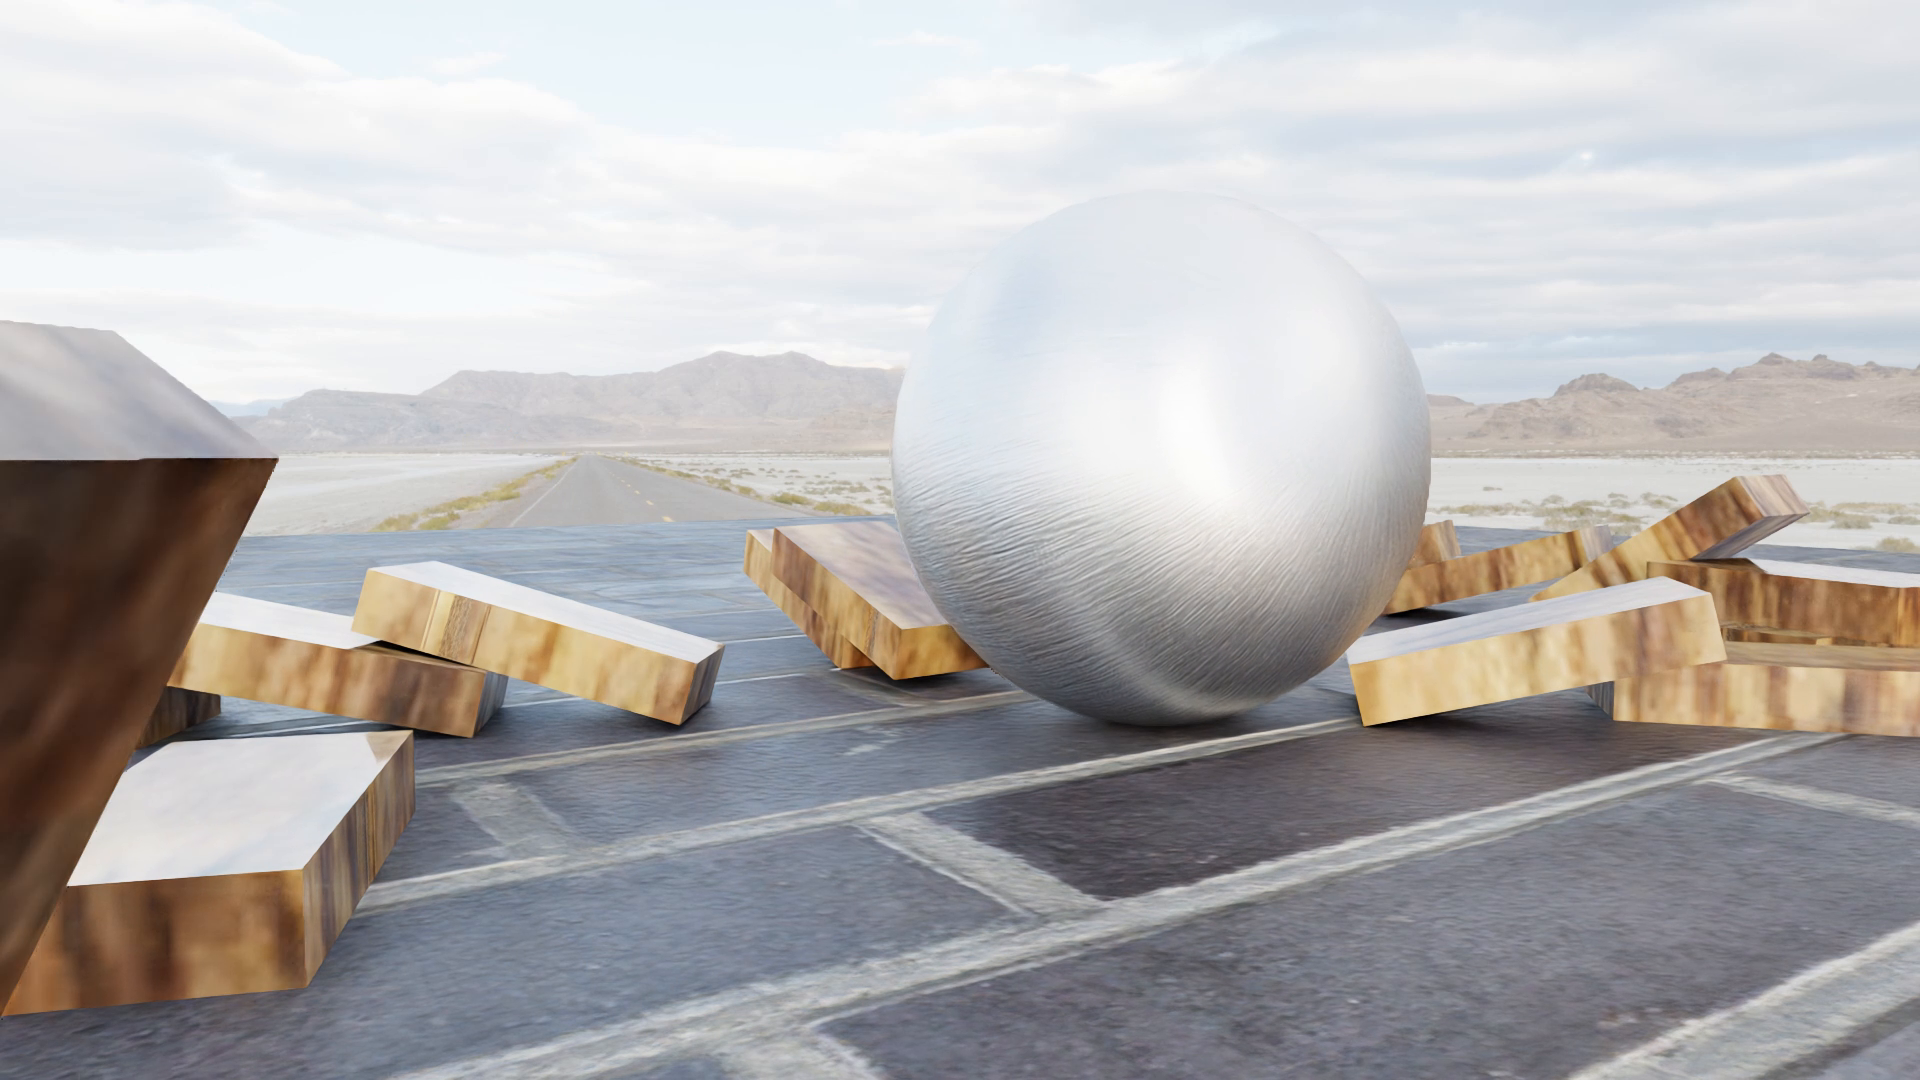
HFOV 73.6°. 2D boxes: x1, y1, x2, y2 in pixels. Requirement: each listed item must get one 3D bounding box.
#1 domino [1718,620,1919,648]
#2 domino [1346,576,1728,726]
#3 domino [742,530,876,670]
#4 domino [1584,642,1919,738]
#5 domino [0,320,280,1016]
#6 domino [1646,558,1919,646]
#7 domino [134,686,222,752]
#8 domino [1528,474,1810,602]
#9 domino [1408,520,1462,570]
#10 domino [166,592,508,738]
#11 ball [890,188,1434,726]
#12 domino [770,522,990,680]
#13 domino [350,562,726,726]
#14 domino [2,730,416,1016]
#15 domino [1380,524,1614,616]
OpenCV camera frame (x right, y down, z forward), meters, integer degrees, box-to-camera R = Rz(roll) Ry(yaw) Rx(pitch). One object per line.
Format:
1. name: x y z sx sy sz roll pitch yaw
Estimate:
1. domino: 0.161 0.020 0.240 0.050 0.010 0.025 -2 5 -29
2. domino: 0.086 0.017 0.199 0.050 0.010 0.025 -14 1 15
3. domino: -0.024 0.011 0.266 0.025 0.009 0.050 -3 22 -32
4. domino: 0.128 0.023 0.202 0.050 0.009 0.025 1 4 16
5. domino: -0.047 0.016 0.045 0.010 0.050 0.025 35 12 10
6. domino: 0.158 0.010 0.238 0.025 0.009 0.050 -1 5 -19
7. domino: -0.140 0.024 0.188 0.050 0.009 0.025 0 4 -5
8. domino: 0.152 0.004 0.276 0.025 0.010 0.050 -3 -29 -38
9. domino: 0.102 0.006 0.334 0.050 0.010 0.025 -16 -5 31
10. domino: -0.096 0.018 0.193 0.050 0.010 0.025 12 2 -10
11. ball: 0.029 -0.012 0.195 0.080 0.080 0.080 0 4 0
12. domino: -0.014 0.010 0.244 0.025 0.010 0.050 -4 23 -34
13. domino: -0.064 0.015 0.201 0.050 0.009 0.025 16 1 -1
14. domino: -0.069 0.029 0.121 0.025 0.010 0.050 -1 4 -14
15. domino: 0.129 0.008 0.311 0.050 0.009 0.025 -18 -8 40
